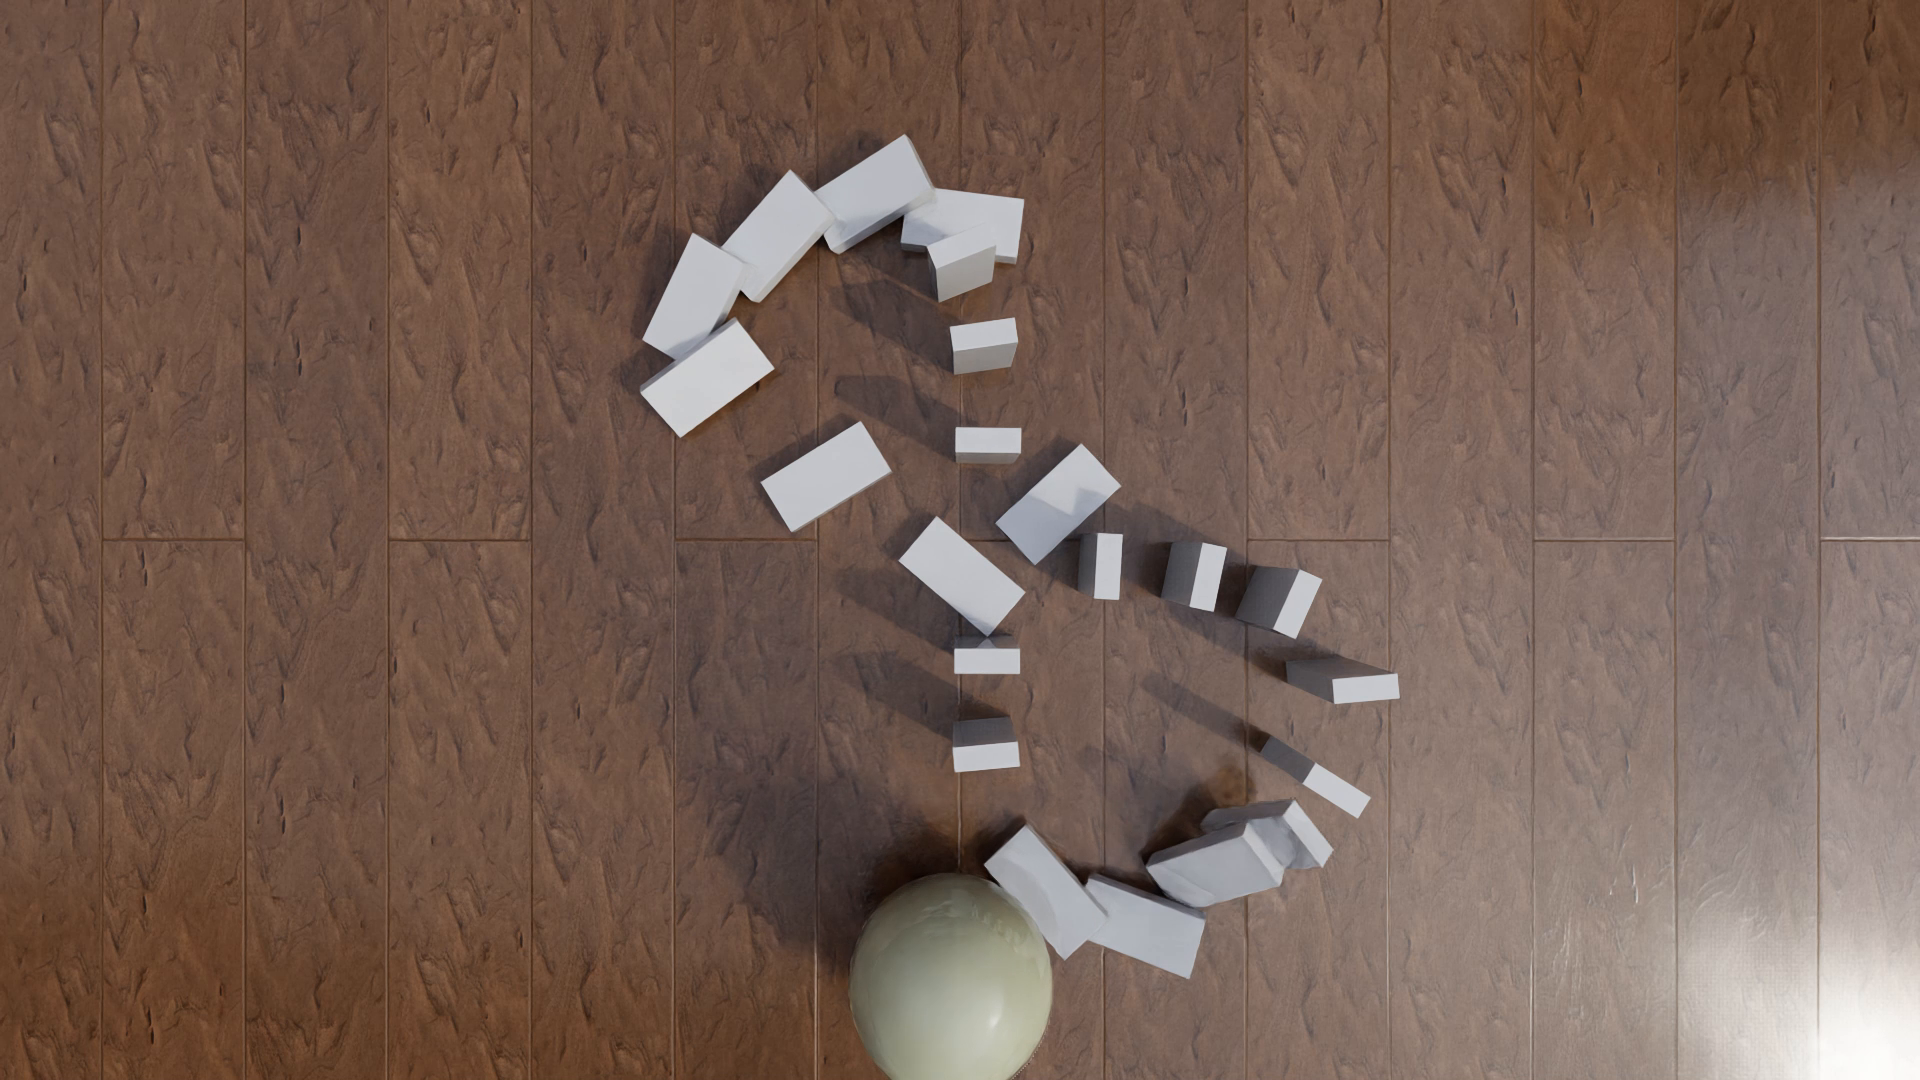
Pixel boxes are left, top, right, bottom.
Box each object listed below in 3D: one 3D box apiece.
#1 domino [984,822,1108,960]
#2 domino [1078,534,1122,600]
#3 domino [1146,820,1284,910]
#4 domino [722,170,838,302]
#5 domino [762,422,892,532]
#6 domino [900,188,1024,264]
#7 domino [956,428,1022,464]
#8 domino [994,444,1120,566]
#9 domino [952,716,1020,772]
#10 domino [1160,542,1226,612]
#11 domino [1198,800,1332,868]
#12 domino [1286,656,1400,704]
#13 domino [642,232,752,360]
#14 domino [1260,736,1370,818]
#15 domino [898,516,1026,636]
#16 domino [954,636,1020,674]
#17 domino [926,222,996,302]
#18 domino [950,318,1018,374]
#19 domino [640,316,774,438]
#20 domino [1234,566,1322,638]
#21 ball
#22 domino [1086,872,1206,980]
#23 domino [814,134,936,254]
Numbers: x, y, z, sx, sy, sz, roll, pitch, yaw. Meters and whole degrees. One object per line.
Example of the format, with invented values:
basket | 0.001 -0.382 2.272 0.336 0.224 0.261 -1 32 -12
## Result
domino | 0.036 0.148 0.389 0.025 0.009 0.050 -44 76 1
domino | 0.057 0.010 0.375 0.009 0.050 0.025 3 90 0
domino | 0.105 0.137 0.381 0.050 0.009 0.025 -36 92 37
domino | -0.079 -0.128 0.390 0.050 0.009 0.025 -43 90 14
domino | -0.057 -0.027 0.395 0.050 0.010 0.025 -32 90 0
domino | 0.001 -0.136 0.395 0.050 0.010 0.025 7 90 0
domino | 0.011 -0.038 0.375 0.025 0.050 0.009 1 90 0
domino | 0.042 -0.015 0.395 0.050 0.010 0.025 -43 90 0
domino | 0.010 0.083 0.375 0.025 0.050 0.010 -5 90 0
domino | 0.095 0.014 0.375 0.009 0.050 0.025 12 90 0
domino | 0.124 0.122 0.376 0.009 0.050 0.025 -38 90 -33
domino | 0.155 0.057 0.375 0.025 0.050 0.010 -5 90 0
domino | -0.112 -0.101 0.389 0.025 0.010 0.050 31 104 0
domino | 0.144 0.096 0.375 0.025 0.050 0.009 32 90 0
domino | 0.001 0.016 0.395 0.050 0.009 0.025 40 90 0
domino | 0.010 0.046 0.375 0.025 0.050 0.009 0 90 0
domino | 0.001 -0.113 0.375 0.025 0.050 0.010 -22 90 0
domino | 0.009 -0.079 0.375 0.025 0.050 0.010 -8 90 0
domino | -0.107 -0.069 0.389 0.050 0.009 0.025 -36 122 0
domino | 0.129 0.025 0.375 0.010 0.050 0.025 24 90 0
ball | -0.004 0.173 0.360 0.080 0.080 0.080 0 90 0
domino | 0.076 0.163 0.389 0.050 0.010 0.025 15 90 16
domino | -0.038 -0.146 0.388 0.050 0.010 0.025 -26 90 16
